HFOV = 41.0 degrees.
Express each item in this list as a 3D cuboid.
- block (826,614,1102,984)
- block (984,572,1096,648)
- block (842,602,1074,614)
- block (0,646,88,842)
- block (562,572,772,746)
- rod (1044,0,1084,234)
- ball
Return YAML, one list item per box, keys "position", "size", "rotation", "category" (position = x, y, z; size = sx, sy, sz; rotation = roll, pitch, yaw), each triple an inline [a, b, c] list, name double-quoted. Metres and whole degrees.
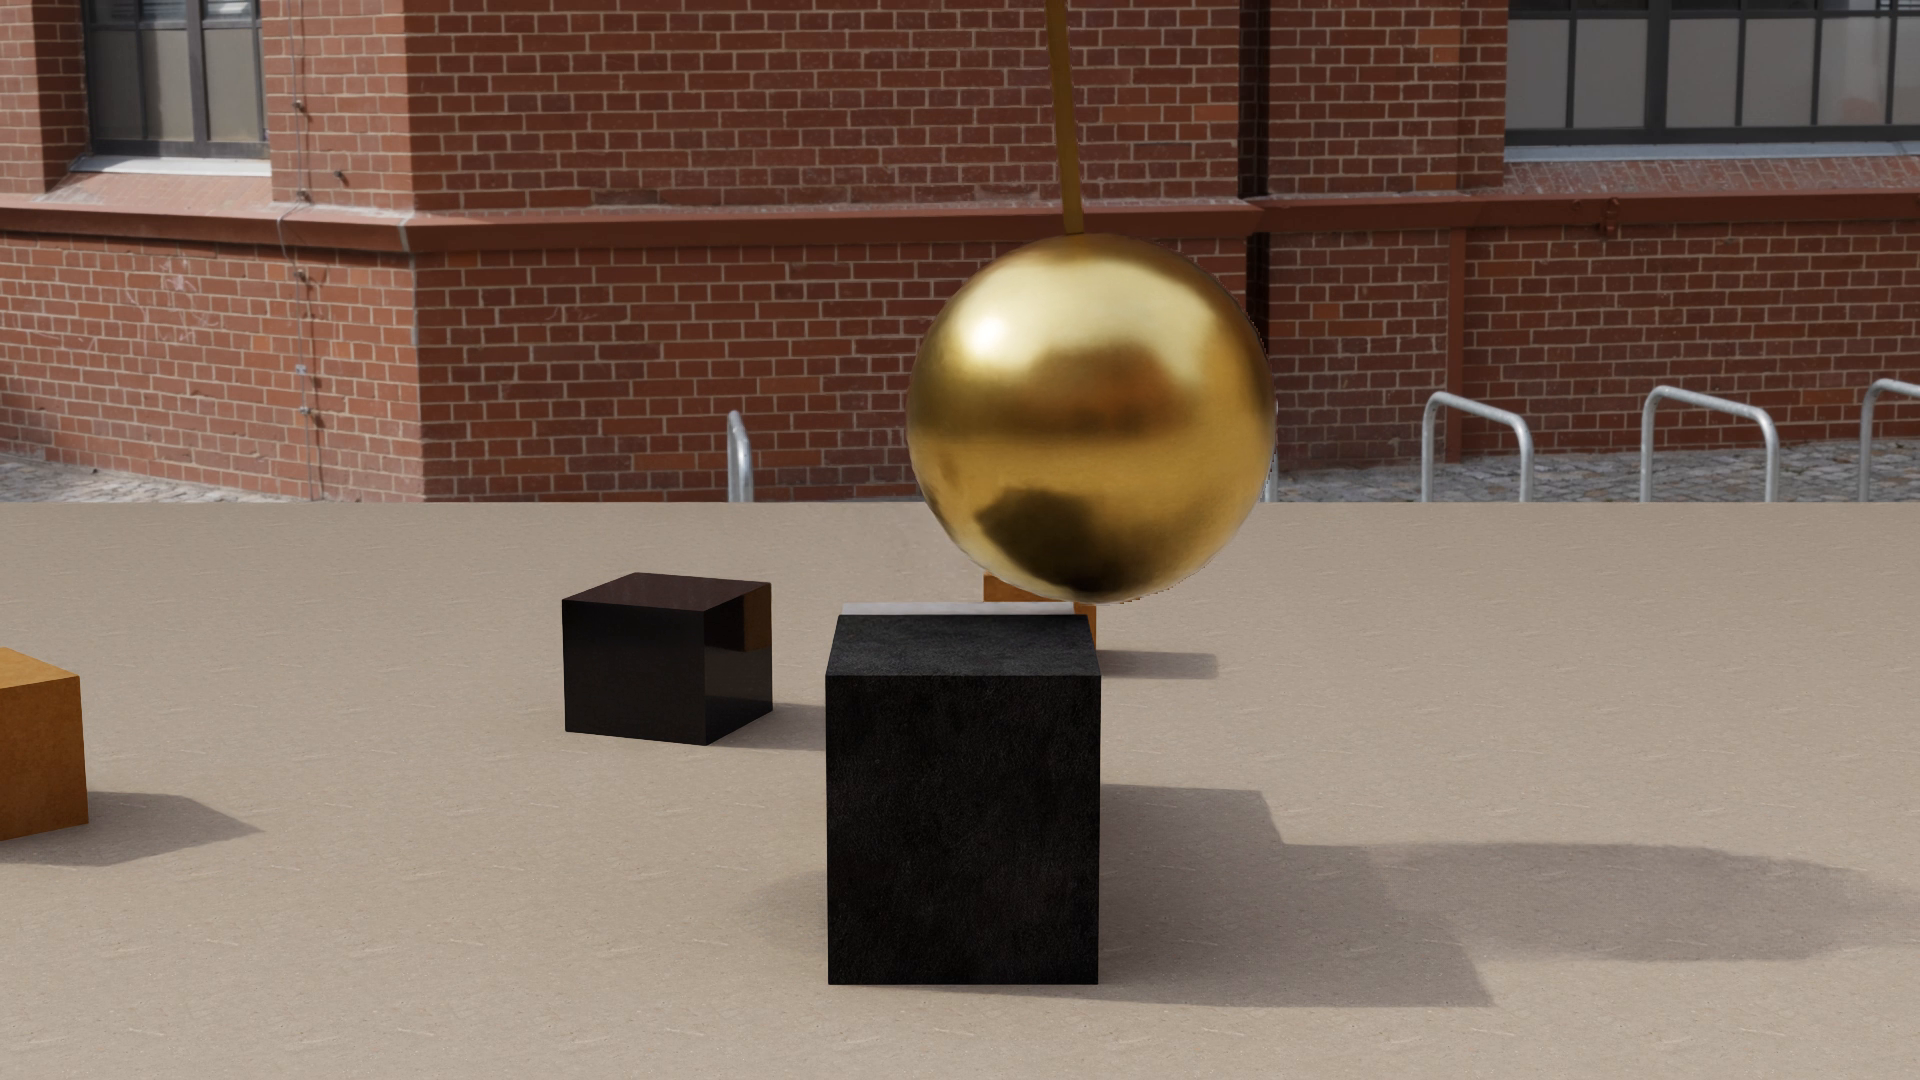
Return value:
- position: [0.012, 1.027, 10.454]
  size: [1.054, 1.239, 1.119]
  rotation: [0, 10, 0]
  category: "block"
- position: [0.491, 0.442, 15.473]
  size: [0.660, 0.594, 0.688]
  rotation: [1, 10, 3]
  category: "block"
- position: [-0.008, 0.911, 11.469]
  size: [1.054, 1.104, 0.898]
  rotation: [0, 10, 0]
  category: "block"
- position: [-4.717, 0.985, 12.143]
  size: [0.807, 0.718, 0.842]
  rotation: [-10, 14, -42]
  category: "block"
- position: [-1.590, 0.636, 14.033]
  size: [0.848, 0.729, 0.827]
  rotation: [4, 11, 21]
  category: "block"
- position: [0.244, -3.856, 10.479]
  size: [0.080, 5.200, 0.080]
  rotation: [-5, 10, 1]
  category: "rod"
- position: [0.563, -0.526, 11.085]
  size: [1.600, 1.600, 1.600]
  rotation: [0, 10, 0]
  category: "ball"
